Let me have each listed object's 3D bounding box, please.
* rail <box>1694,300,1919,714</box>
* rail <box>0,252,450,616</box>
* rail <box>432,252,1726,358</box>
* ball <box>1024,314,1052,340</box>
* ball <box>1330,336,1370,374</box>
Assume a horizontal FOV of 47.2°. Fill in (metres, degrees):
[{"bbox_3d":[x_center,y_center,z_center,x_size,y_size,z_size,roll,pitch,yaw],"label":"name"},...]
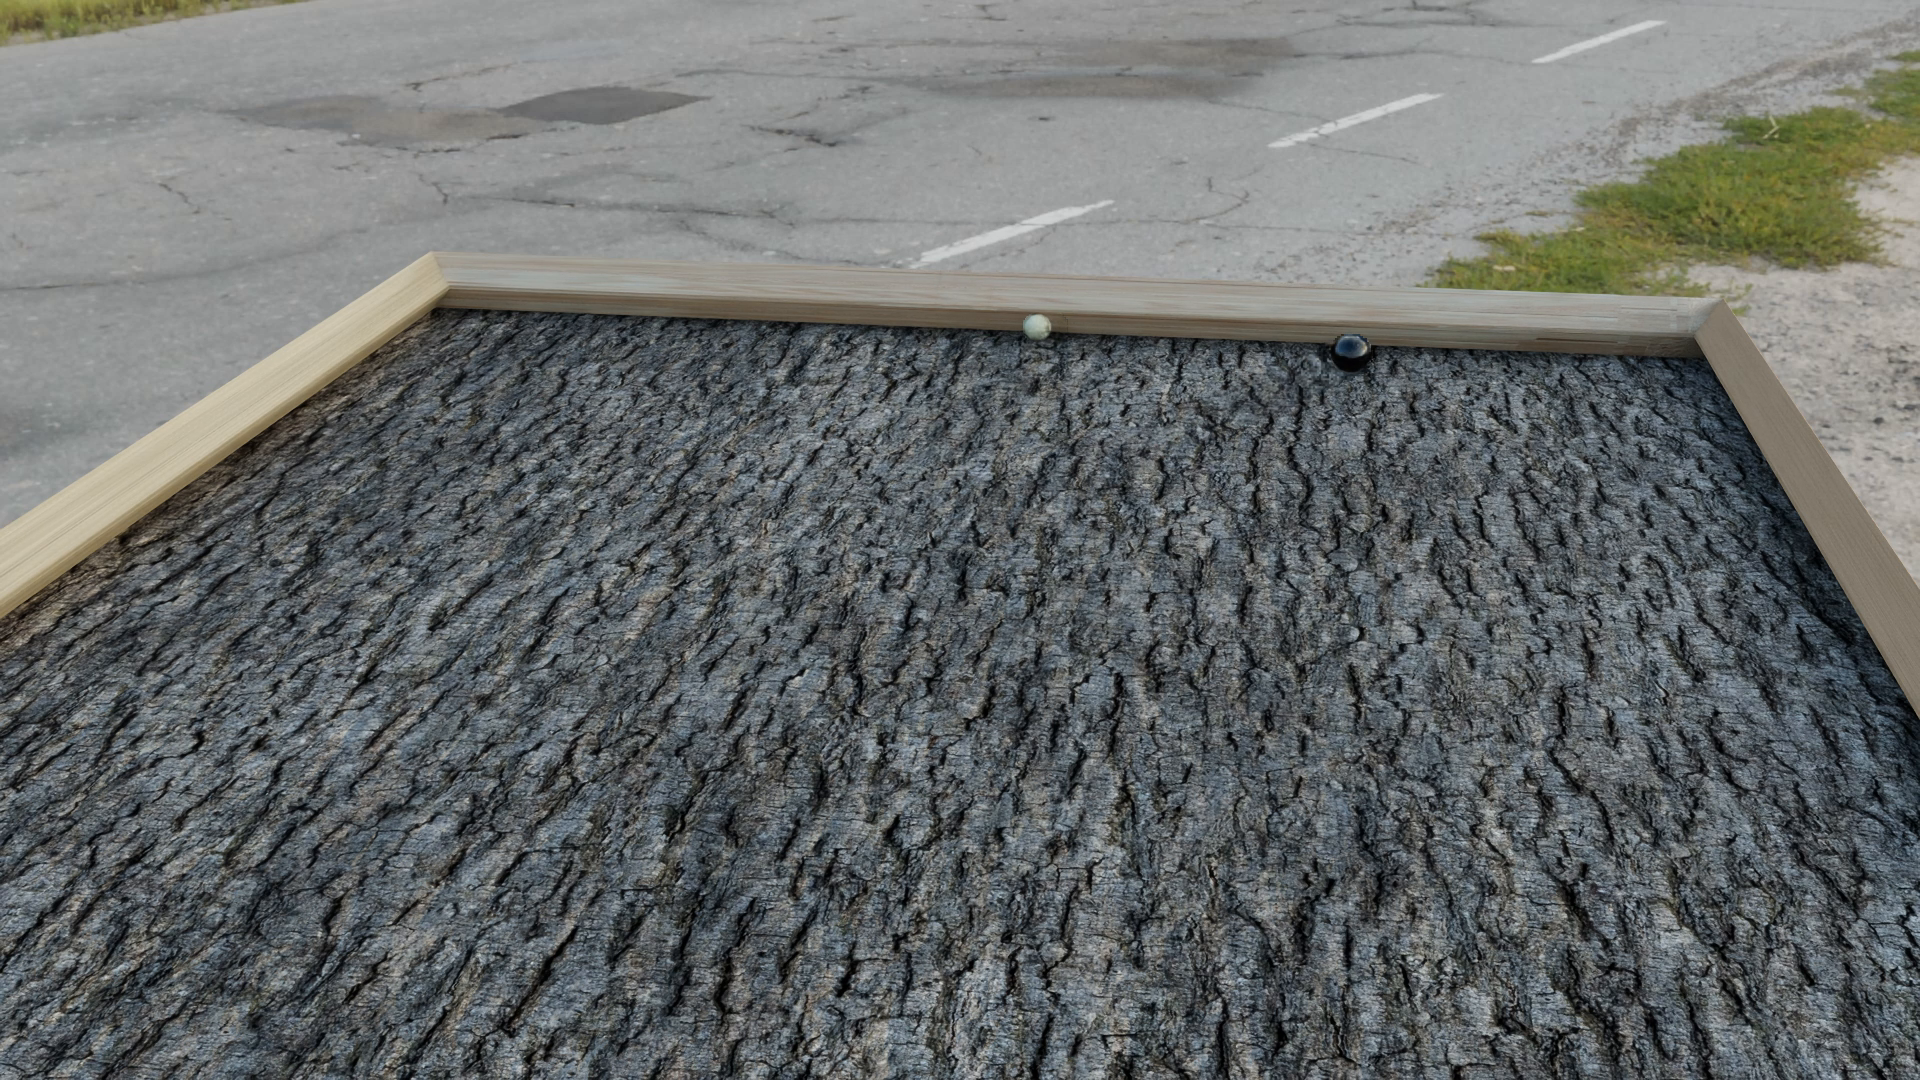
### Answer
[{"bbox_3d":[0.839,0.384,1.514,0.045,0.093,3.922,3,21,8],"label":"rail"},{"bbox_3d":[-1.125,0.279,1.784,0.045,0.093,3.922,3,21,8],"label":"rail"},{"bbox_3d":[0.140,-0.364,3.435,2.033,0.093,0.045,3,21,8],"label":"rail"},{"bbox_3d":[0.121,-0.330,3.420,0.041,0.041,0.041,0,21,0],"label":"ball"},{"bbox_3d":[0.577,-0.273,3.250,0.058,0.058,0.058,0,21,0],"label":"ball"}]
